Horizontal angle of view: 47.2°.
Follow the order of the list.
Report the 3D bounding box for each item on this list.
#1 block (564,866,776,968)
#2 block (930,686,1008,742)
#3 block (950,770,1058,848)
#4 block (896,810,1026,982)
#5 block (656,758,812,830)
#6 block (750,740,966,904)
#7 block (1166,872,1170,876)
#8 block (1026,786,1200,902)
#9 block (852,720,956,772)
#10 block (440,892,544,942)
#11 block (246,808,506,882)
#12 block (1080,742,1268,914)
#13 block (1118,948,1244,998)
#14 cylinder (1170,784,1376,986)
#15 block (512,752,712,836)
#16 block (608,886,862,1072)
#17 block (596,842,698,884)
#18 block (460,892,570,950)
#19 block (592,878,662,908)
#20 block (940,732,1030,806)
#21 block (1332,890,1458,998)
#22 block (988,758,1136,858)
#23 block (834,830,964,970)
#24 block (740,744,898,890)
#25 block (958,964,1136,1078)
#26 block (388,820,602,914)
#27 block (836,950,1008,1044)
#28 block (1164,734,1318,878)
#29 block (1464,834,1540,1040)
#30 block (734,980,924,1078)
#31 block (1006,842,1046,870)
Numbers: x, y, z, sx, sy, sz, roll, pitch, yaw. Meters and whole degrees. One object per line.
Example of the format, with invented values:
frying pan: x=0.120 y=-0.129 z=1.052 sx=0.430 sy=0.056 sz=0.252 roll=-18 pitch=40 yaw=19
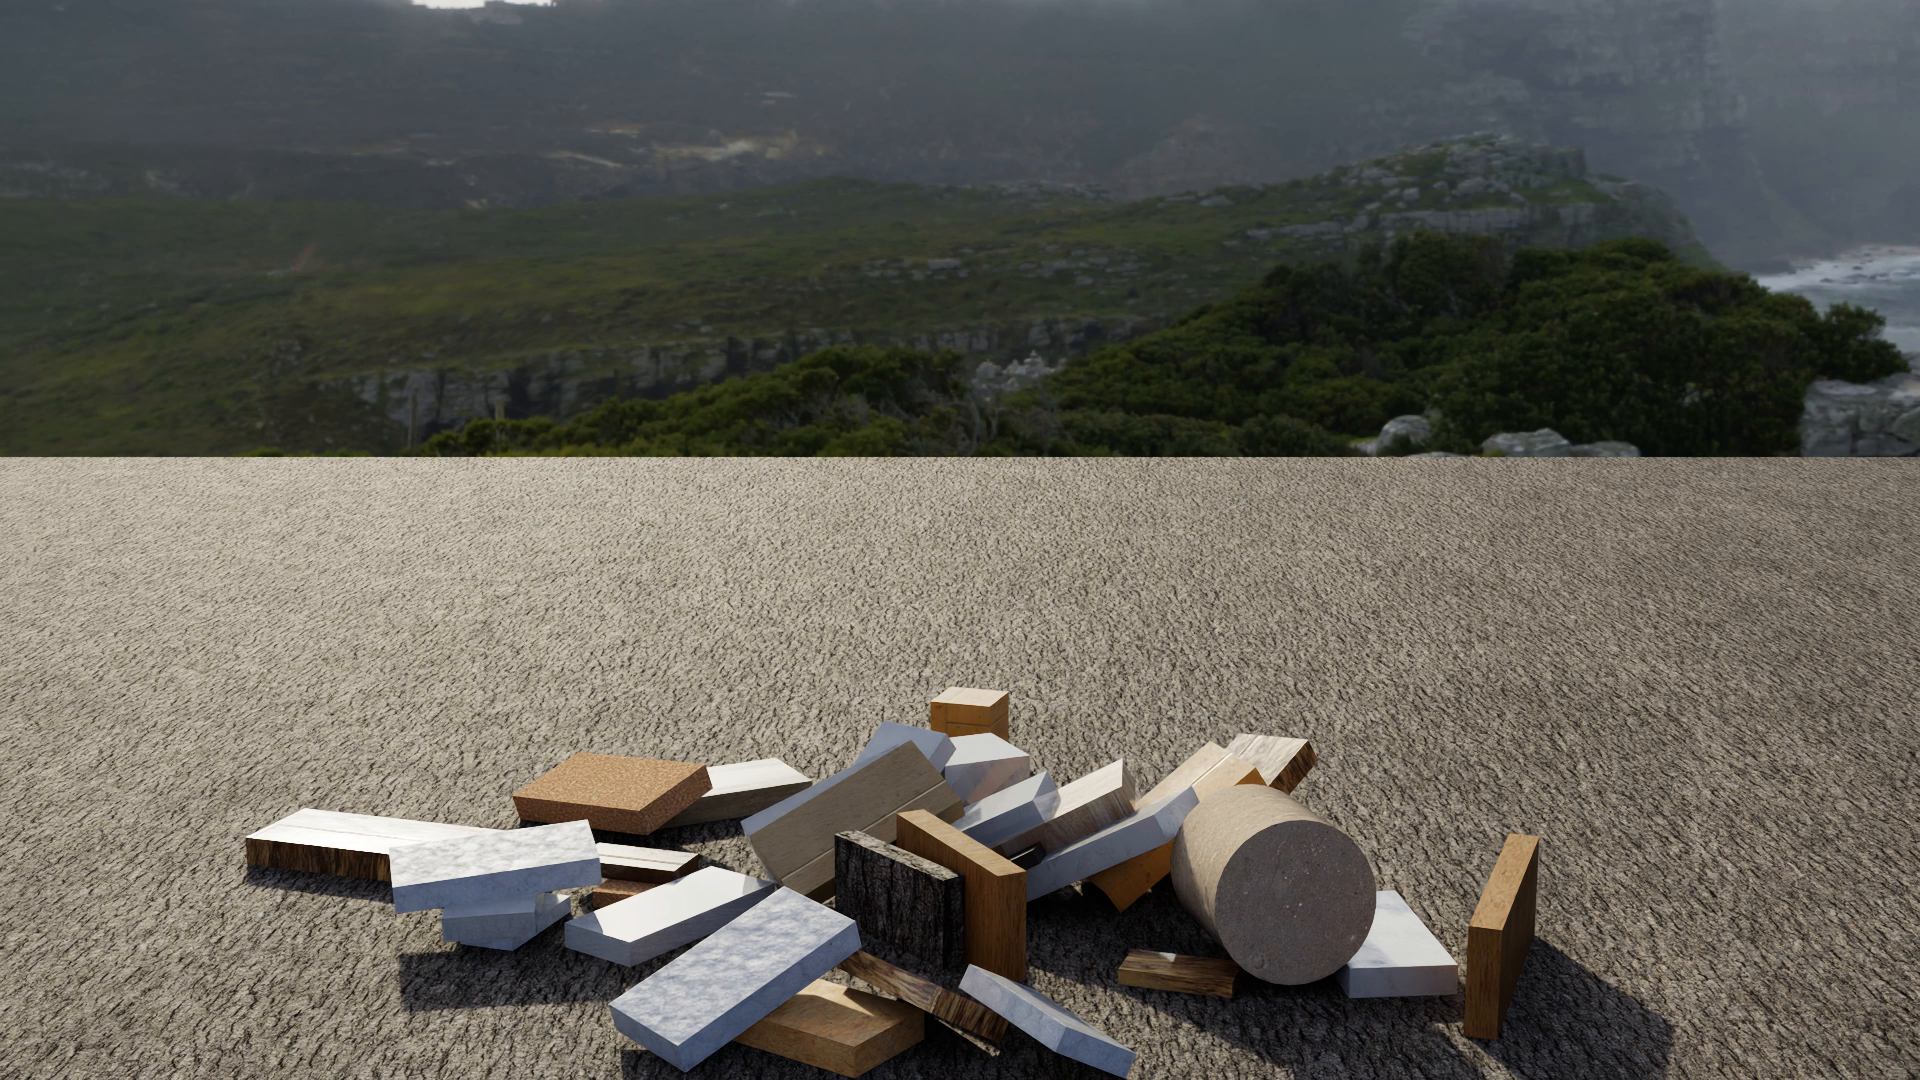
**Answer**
block: x=-0.459 y=0.598 z=3.515 sx=0.142 sy=0.040 sz=0.334 roll=8 pitch=13 yaw=36
block: x=0.020 y=0.378 z=4.466 sx=0.125 sy=0.125 sz=0.125 roll=4 pitch=11 yaw=19
block: x=0.015 y=0.489 z=3.709 sx=0.298 sy=0.042 sz=0.149 roll=-26 pitch=7 yaw=16
block: x=-0.002 y=0.550 z=3.417 sx=0.048 sy=0.171 sz=0.342 roll=-5 pitch=12 yaw=-27
block: x=-0.472 y=0.478 z=4.139 sx=0.346 sy=0.049 sz=0.173 roll=-5 pitch=12 yaw=-27
block: x=-0.170 y=0.473 z=3.644 sx=0.319 sy=0.045 sz=0.159 roll=-30 pitch=49 yaw=-16
block: x=0.347 y=0.523 z=3.676 sx=0.172 sy=0.024 sz=0.086 roll=-20 pitch=28 yaw=28
block: x=0.214 y=0.503 z=3.558 sx=0.342 sy=0.048 sz=0.171 roll=-28 pitch=-3 yaw=28
block: x=-0.147 y=0.451 z=3.813 sx=0.149 sy=0.042 sz=0.298 roll=8 pitch=52 yaw=41
block: x=-0.740 y=0.558 z=3.526 sx=0.142 sy=0.040 sz=0.283 roll=-3 pitch=16 yaw=-5
block: x=-0.968 y=0.538 z=3.813 sx=0.508 sy=0.049 sz=0.173 roll=3 pitch=11 yaw=18
block: x=0.344 y=0.476 z=3.670 sx=0.324 sy=0.046 sz=0.162 roll=-38 pitch=22 yaw=-10
block: x=0.331 y=0.648 z=3.290 sx=0.172 sy=0.024 sz=0.086 roll=3 pitch=11 yaw=18
cylinder: x=0.471 y=0.518 z=3.335 sx=0.247 sy=0.247 sz=0.247 roll=-2 pitch=6 yaw=-9
block: x=-0.635 y=0.460 z=4.009 sx=0.346 sy=0.049 sz=0.173 roll=0 pitch=23 yaw=40
block: x=-0.314 y=0.614 z=3.100 sx=0.324 sy=0.046 sz=0.162 roll=-30 pitch=31 yaw=-35
block: x=-0.544 y=0.545 z=3.696 sx=0.186 sy=0.026 sz=0.093 roll=4 pitch=11 yaw=18
block: x=-0.708 y=0.606 z=3.511 sx=0.093 sy=0.026 sz=0.186 roll=4 pitch=11 yaw=18
block: x=-0.534 y=0.574 z=3.682 sx=0.093 sy=0.026 sz=0.186 roll=3 pitch=11 yaw=14
block: x=0.015 y=0.454 z=3.950 sx=0.164 sy=0.164 sz=0.164 roll=-5 pitch=11 yaw=-24
block: x=0.637 y=0.619 z=3.388 sx=0.162 sy=0.046 sz=0.324 roll=-1 pitch=11 yaw=-5
block: x=0.130 y=0.483 z=3.685 sx=0.342 sy=0.048 sz=0.171 roll=-27 pitch=7 yaw=8
block: x=-0.098 y=0.560 z=3.444 sx=0.040 sy=0.142 sz=0.283 roll=-8 pitch=13 yaw=-37
block: x=-0.203 y=0.473 z=3.711 sx=0.298 sy=0.042 sz=0.149 roll=-25 pitch=48 yaw=-13
block: x=0.118 y=0.661 z=3.029 sx=0.128 sy=0.036 sz=0.256 roll=28 pitch=-5 yaw=-31
block: x=-0.743 y=0.519 z=3.507 sx=0.319 sy=0.045 sz=0.159 roll=-6 pitch=17 yaw=-15
block: x=-0.056 y=0.637 z=3.100 sx=0.128 sy=0.036 sz=0.257 roll=31 pitch=-12 yaw=-32
block: x=0.458 y=0.458 z=3.777 sx=0.162 sy=0.046 sz=0.324 roll=0 pitch=36 yaw=51
block: x=0.809 y=0.581 z=3.273 sx=0.046 sy=0.162 sz=0.441 roll=4 pitch=11 yaw=21
block: x=-0.238 y=0.671 z=3.112 sx=0.349 sy=0.045 sz=0.159 roll=7 pitch=13 yaw=35
block: x=0.054 y=0.543 z=3.567 sx=0.172 sy=0.024 sz=0.086 roll=-27 pitch=-3 yaw=10
